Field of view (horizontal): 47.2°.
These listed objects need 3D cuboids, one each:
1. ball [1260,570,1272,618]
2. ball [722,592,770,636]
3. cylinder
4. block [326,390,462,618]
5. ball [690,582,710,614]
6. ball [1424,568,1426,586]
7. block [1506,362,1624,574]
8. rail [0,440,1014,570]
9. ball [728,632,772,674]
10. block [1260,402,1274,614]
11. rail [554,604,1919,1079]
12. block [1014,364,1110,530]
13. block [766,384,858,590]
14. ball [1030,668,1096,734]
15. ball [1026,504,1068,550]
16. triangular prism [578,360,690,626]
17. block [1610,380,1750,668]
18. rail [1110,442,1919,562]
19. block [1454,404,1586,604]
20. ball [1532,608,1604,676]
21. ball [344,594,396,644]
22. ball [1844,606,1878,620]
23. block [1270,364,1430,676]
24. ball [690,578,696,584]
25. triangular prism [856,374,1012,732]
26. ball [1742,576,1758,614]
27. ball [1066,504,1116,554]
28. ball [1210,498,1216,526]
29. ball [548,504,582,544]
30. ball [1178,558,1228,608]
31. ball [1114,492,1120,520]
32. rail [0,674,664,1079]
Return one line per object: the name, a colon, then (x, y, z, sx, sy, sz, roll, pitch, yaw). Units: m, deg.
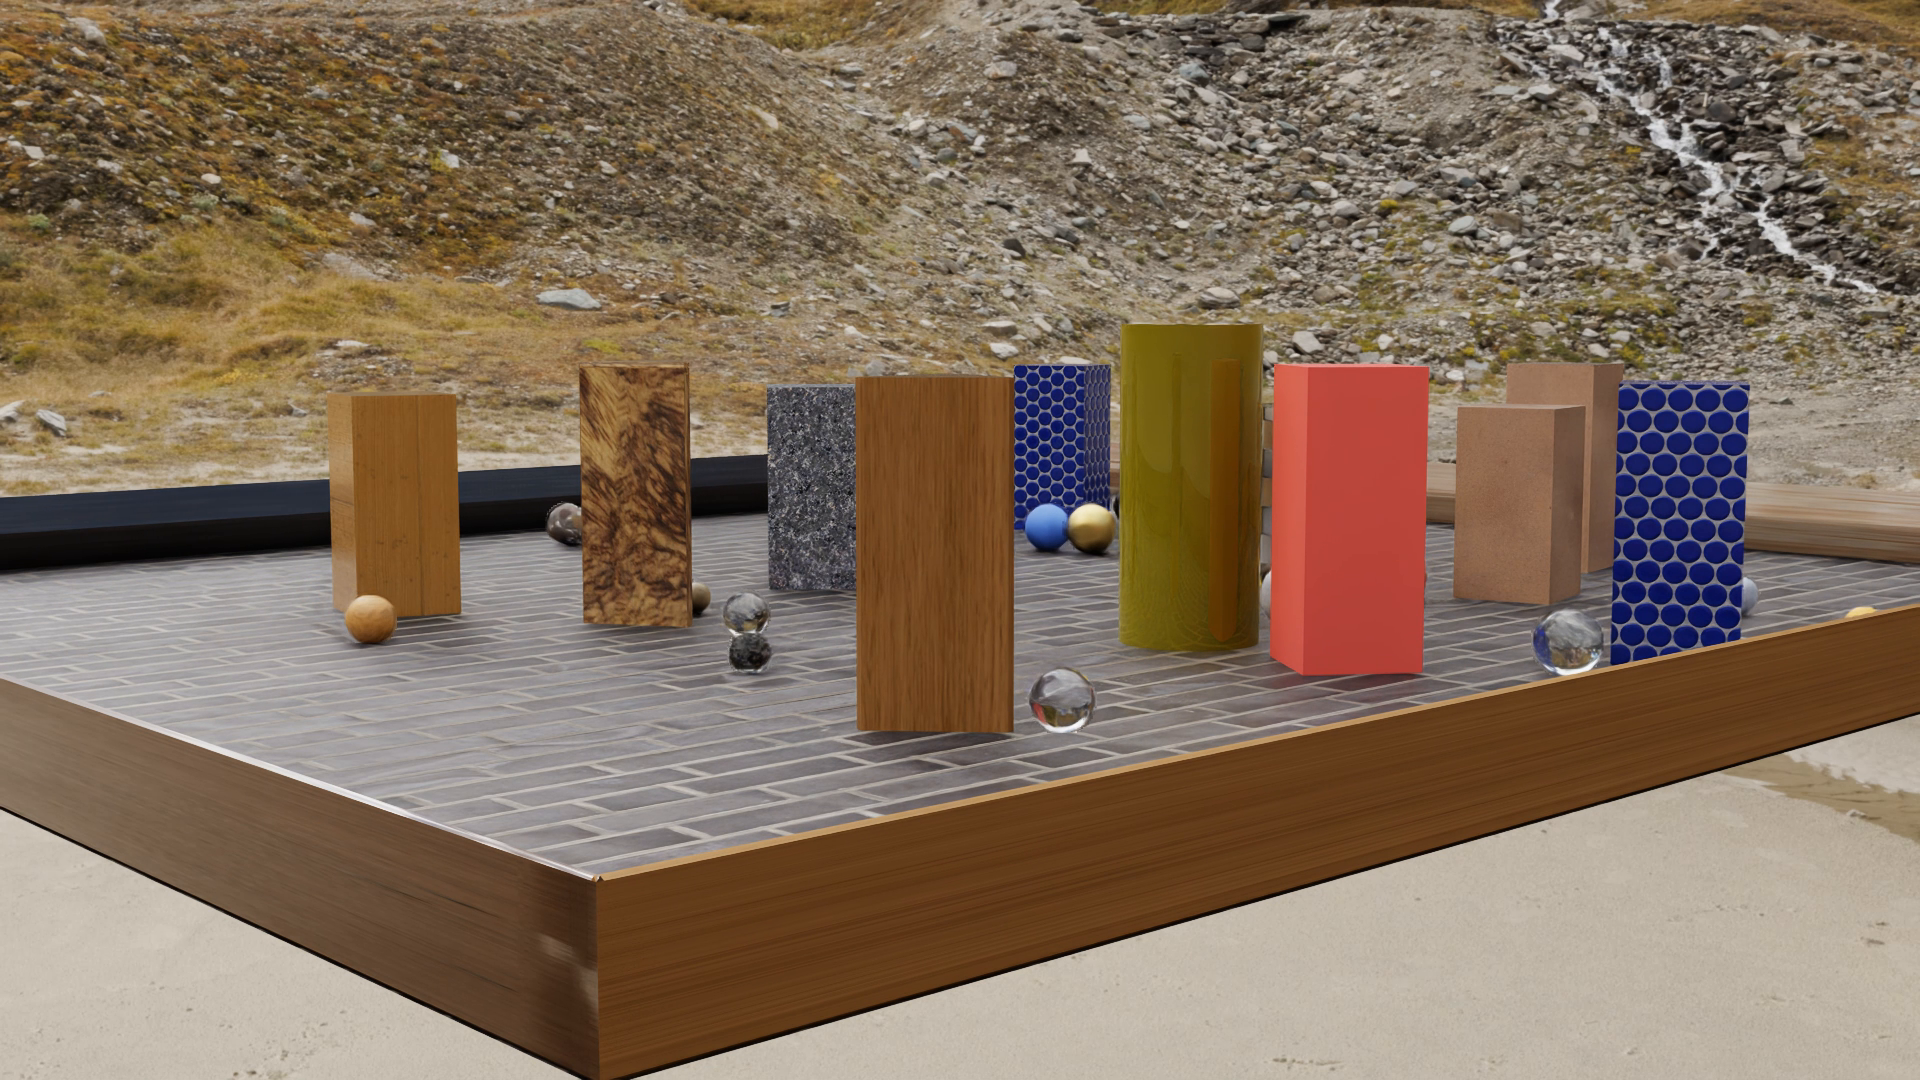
ball: (0.463, 0.077, 3.064, 0.090, 0.090, 0.090, 0, 6, 0)
ball: (-0.289, 0.101, 2.970, 0.063, 0.063, 0.063, 0, 6, 0)
cylinder: (0.306, -0.075, 2.926, 0.188, 0.422, 0.188, 0, 6, 0)
block: (-0.831, -0.055, 3.228, 0.150, 0.319, 0.150, -3, 7, -29)
ball: (-0.386, 0.085, 3.205, 0.045, 0.045, 0.045, 0, 6, 0)
ball: (0.675, 0.056, 3.349, 0.072, 0.072, 0.072, 0, 6, 0)
block: (1.036, -0.129, 3.781, 0.150, 0.348, 0.150, 4, 7, 35)
rail: (-0.932, -0.075, 4.337, 3.141, 0.122, 0.045, -6, 8, -42)
ball: (-0.255, 0.138, 2.675, 0.051, 0.051, 0.051, 0, 6, 0)
block: (0.487, -0.050, 3.269, 0.150, 0.300, 0.150, -4, 7, -31)
rail: (0.932, 0.138, 2.328, 3.141, 0.122, 0.045, -6, 8, -42)
block: (0.206, -0.188, 4.435, 0.150, 0.329, 0.150, 3, 7, 24)
block: (-0.234, -0.089, 3.545, 0.150, 0.319, 0.150, -1, 6, -5)
ball: (0.107, 0.168, 2.307, 0.069, 0.069, 0.069, 0, 6, 0)
ball: (0.162, -0.022, 4.030, 0.085, 0.085, 0.085, 0, 6, 0)
triangular prism: (-0.438, -0.071, 3.143, 0.163, 0.368, 0.141, 2, 6, 14)
block: (0.897, -0.020, 2.744, 0.150, 0.352, 0.150, 2, 6, 18)
rail: (1.137, -0.079, 4.375, 0.045, 0.122, 2.796, -6, 8, -42)
block: (0.862, -0.059, 3.389, 0.150, 0.293, 0.150, 4, 7, 33)
ball: (0.735, 0.124, 2.658, 0.083, 0.083, 0.083, 0, 6, 0)
ball: (-0.782, 0.105, 2.916, 0.066, 0.066, 0.066, 0, 6, 0)
ball: (1.196, 0.113, 2.909, 0.051, 0.051, 0.051, 0, 6, 0)
block: (0.481, -0.030, 2.733, 0.150, 0.373, 0.150, -1, 6, -7)
ball: (-0.412, 0.076, 3.296, 0.043, 0.043, 0.043, 0, 6, 0)
triangular prism: (-0.021, 0.009, 2.370, 0.163, 0.372, 0.141, 0, 6, 4)
ball: (1.128, 0.080, 3.191, 0.058, 0.058, 0.058, 0, 6, 0)
ball: (0.238, -0.021, 3.988, 0.090, 0.090, 0.090, 0, 6, 0)
ball: (0.537, -0.056, 4.300, 0.094, 0.094, 0.094, 0, 6, 0)
ball: (-0.737, -0.030, 4.137, 0.077, 0.077, 0.077, 0, 6, 0)
ball: (0.362, 0.063, 3.271, 0.075, 0.075, 0.075, 0, 6, 0)
ball: (0.355, -0.070, 4.486, 0.083, 0.083, 0.083, 0, 6, 0)
rail: (-1.137, 0.142, 2.289, 0.045, 0.122, 2.796, -6, 8, -42)
